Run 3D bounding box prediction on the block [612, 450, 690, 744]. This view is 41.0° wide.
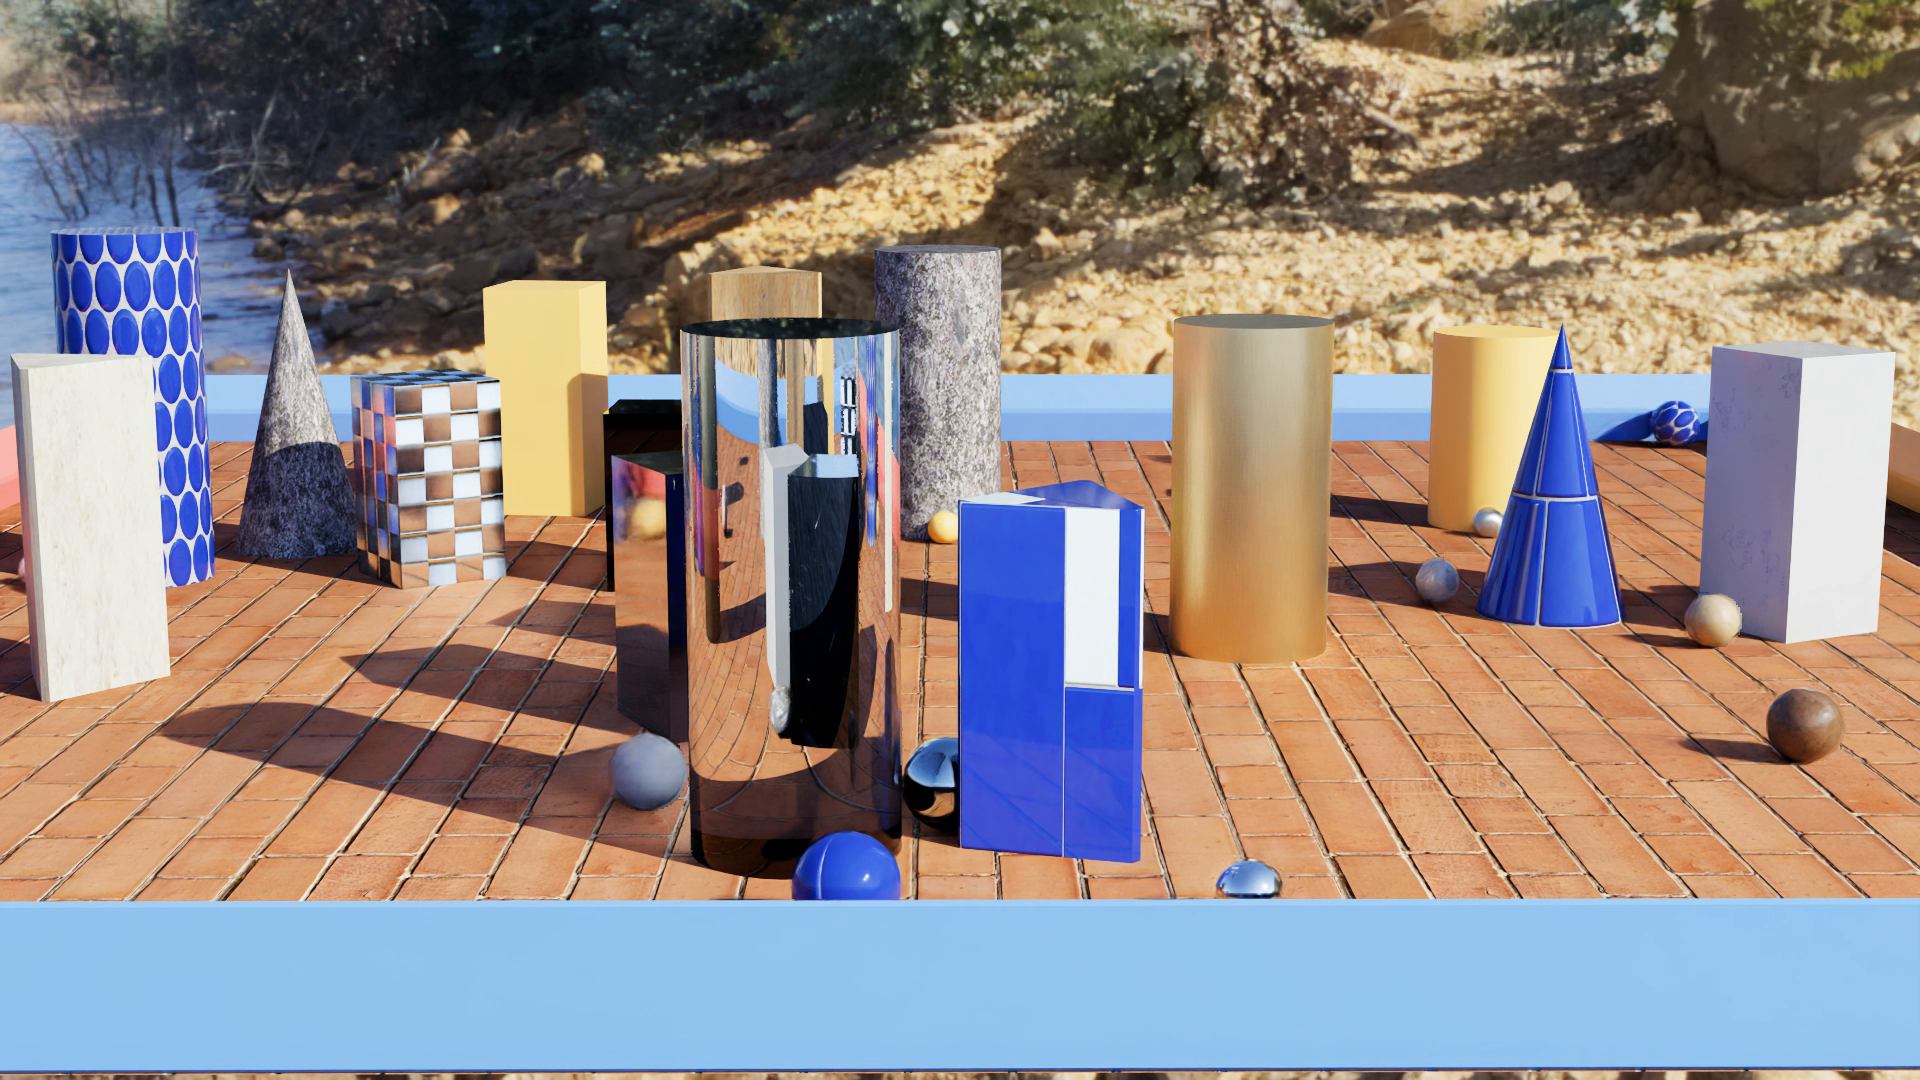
[{"bbox_3d":[-0.282,0.057,2.869,0.159,0.296,0.159,-6,12,-28],"label":"block"}]

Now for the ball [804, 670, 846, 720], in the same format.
[{"bbox_3d":[-0.157,0.174,2.889,0.058,0.058,0.058,0,10,0],"label":"ball"}]

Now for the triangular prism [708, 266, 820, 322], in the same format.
[{"bbox_3d":[-0.313,-0.224,4.071,0.172,0.410,0.149,-2,11,-8],"label":"triangular prism"}]

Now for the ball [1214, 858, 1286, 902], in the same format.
[{"bbox_3d":[0.248,0.302,2.192,0.060,0.060,0.060,0,10,0],"label":"ball"}]

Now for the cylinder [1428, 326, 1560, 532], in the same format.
[{"bbox_3d":[0.855,-0.180,4.112,0.199,0.309,0.199,0,10,0],"label":"cylinder"}]

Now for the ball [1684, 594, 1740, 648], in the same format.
[{"bbox_3d":[0.953,0.102,3.251,0.067,0.067,0.067,0,10,0],"label":"ball"}]

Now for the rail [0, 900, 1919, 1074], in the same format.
[{"bbox_3d":[0.009,0.321,1.891,3.176,0.129,0.045,0,10,0],"label":"rail"}]

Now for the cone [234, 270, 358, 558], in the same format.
[{"bbox_3d":[-1.010,-0.199,3.896,0.199,0.426,0.199,0,10,0],"label":"cone"}]

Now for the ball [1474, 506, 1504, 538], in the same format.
[{"bbox_3d":[0.827,-0.028,4.009,0.048,0.048,0.048,0,10,0],"label":"ball"}]

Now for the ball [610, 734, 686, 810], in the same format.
[{"bbox_3d":[-0.310,0.230,2.543,0.075,0.075,0.075,0,10,0],"label":"ball"}]

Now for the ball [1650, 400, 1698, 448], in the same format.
[{"bbox_3d":[1.380,-0.225,4.955,0.091,0.091,0.091,0,10,0],"label":"ball"}]

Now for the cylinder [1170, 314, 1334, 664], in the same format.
[{"bbox_3d":[0.365,-0.069,3.224,0.199,0.414,0.199,0,10,0],"label":"cylinder"}]

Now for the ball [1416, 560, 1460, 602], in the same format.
[{"bbox_3d":[0.656,0.057,3.521,0.059,0.059,0.059,0,10,0],"label":"ball"}]

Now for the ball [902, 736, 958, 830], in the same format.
[{"bbox_3d":[-0.011,0.235,2.473,0.090,0.090,0.090,0,10,0],"label":"ball"}]

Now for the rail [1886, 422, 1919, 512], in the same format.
[{"bbox_3d":[1.564,0.032,3.458,0.045,0.129,3.217,0,10,0],"label":"rail"}]

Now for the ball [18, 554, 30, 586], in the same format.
[{"bbox_3d":[-1.309,0.042,3.633,0.048,0.048,0.048,0,10,0],"label":"ball"}]

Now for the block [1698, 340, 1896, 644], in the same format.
[{"bbox_3d":[1.088,-0.067,3.346,0.159,0.365,0.159,-5,12,-27],"label":"block"}]

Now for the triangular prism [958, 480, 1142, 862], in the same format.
[{"bbox_3d":[0.102,0.118,2.440,0.172,0.332,0.149,3,11,16],"label":"triangular prism"}]

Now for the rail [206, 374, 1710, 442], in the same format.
[{"bbox_3d":[-0.009,-0.255,5.007,3.176,0.129,0.045,0,10,0],"label":"rail"}]

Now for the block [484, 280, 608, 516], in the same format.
[{"bbox_3d":[-0.682,-0.237,4.253,0.159,0.371,0.159,1,11,8],"label":"block"}]

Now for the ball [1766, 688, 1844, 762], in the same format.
[{"bbox_3d":[0.894,0.196,2.718,0.079,0.079,0.079,0,10,0],"label":"ball"}]

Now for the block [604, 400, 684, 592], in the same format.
[{"bbox_3d":[-0.413,-0.065,3.650,0.159,0.252,0.159,0,10,1],"label":"block"}]

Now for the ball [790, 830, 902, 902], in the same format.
[{"bbox_3d":[-0.095,0.291,2.157,0.094,0.094,0.094,0,10,0],"label":"ball"}]

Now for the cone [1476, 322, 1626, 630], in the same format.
[{"bbox_3d":[0.795,-0.095,3.421,0.199,0.394,0.199,0,10,0],"label":"cone"}]

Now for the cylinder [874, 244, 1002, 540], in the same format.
[{"bbox_3d":[-0.035,-0.237,4.049,0.199,0.444,0.199,0,10,0],"label":"cylinder"}]

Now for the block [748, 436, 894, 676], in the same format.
[{"bbox_3d":[-0.184,0.016,3.176,0.159,0.265,0.159,3,11,18],"label":"block"}]

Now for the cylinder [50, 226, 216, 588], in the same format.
[{"bbox_3d":[-1.178,-0.192,3.659,0.199,0.497,0.199,0,10,0],"label":"cylinder"}]

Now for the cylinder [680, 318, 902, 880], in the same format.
[{"bbox_3d":[-0.154,0.049,2.377,0.199,0.491,0.199,0,10,0],"label":"cylinder"}]

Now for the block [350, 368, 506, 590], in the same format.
[{"bbox_3d":[-0.766,-0.091,3.694,0.159,0.287,0.159,-7,13,-35],"label":"block"}]

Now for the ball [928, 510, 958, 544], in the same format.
[{"bbox_3d":[-0.025,-0.019,3.956,0.051,0.051,0.051,0,10,0],"label":"ball"}]

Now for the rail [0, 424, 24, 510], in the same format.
[{"bbox_3d":[-1.564,0.035,3.440,0.045,0.129,3.217,0,10,0],"label":"rail"}]

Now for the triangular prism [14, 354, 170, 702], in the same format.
[{"bbox_3d":[-1.068,-0.023,3.050,0.149,0.388,0.172,8,13,36],"label":"triangular prism"}]
